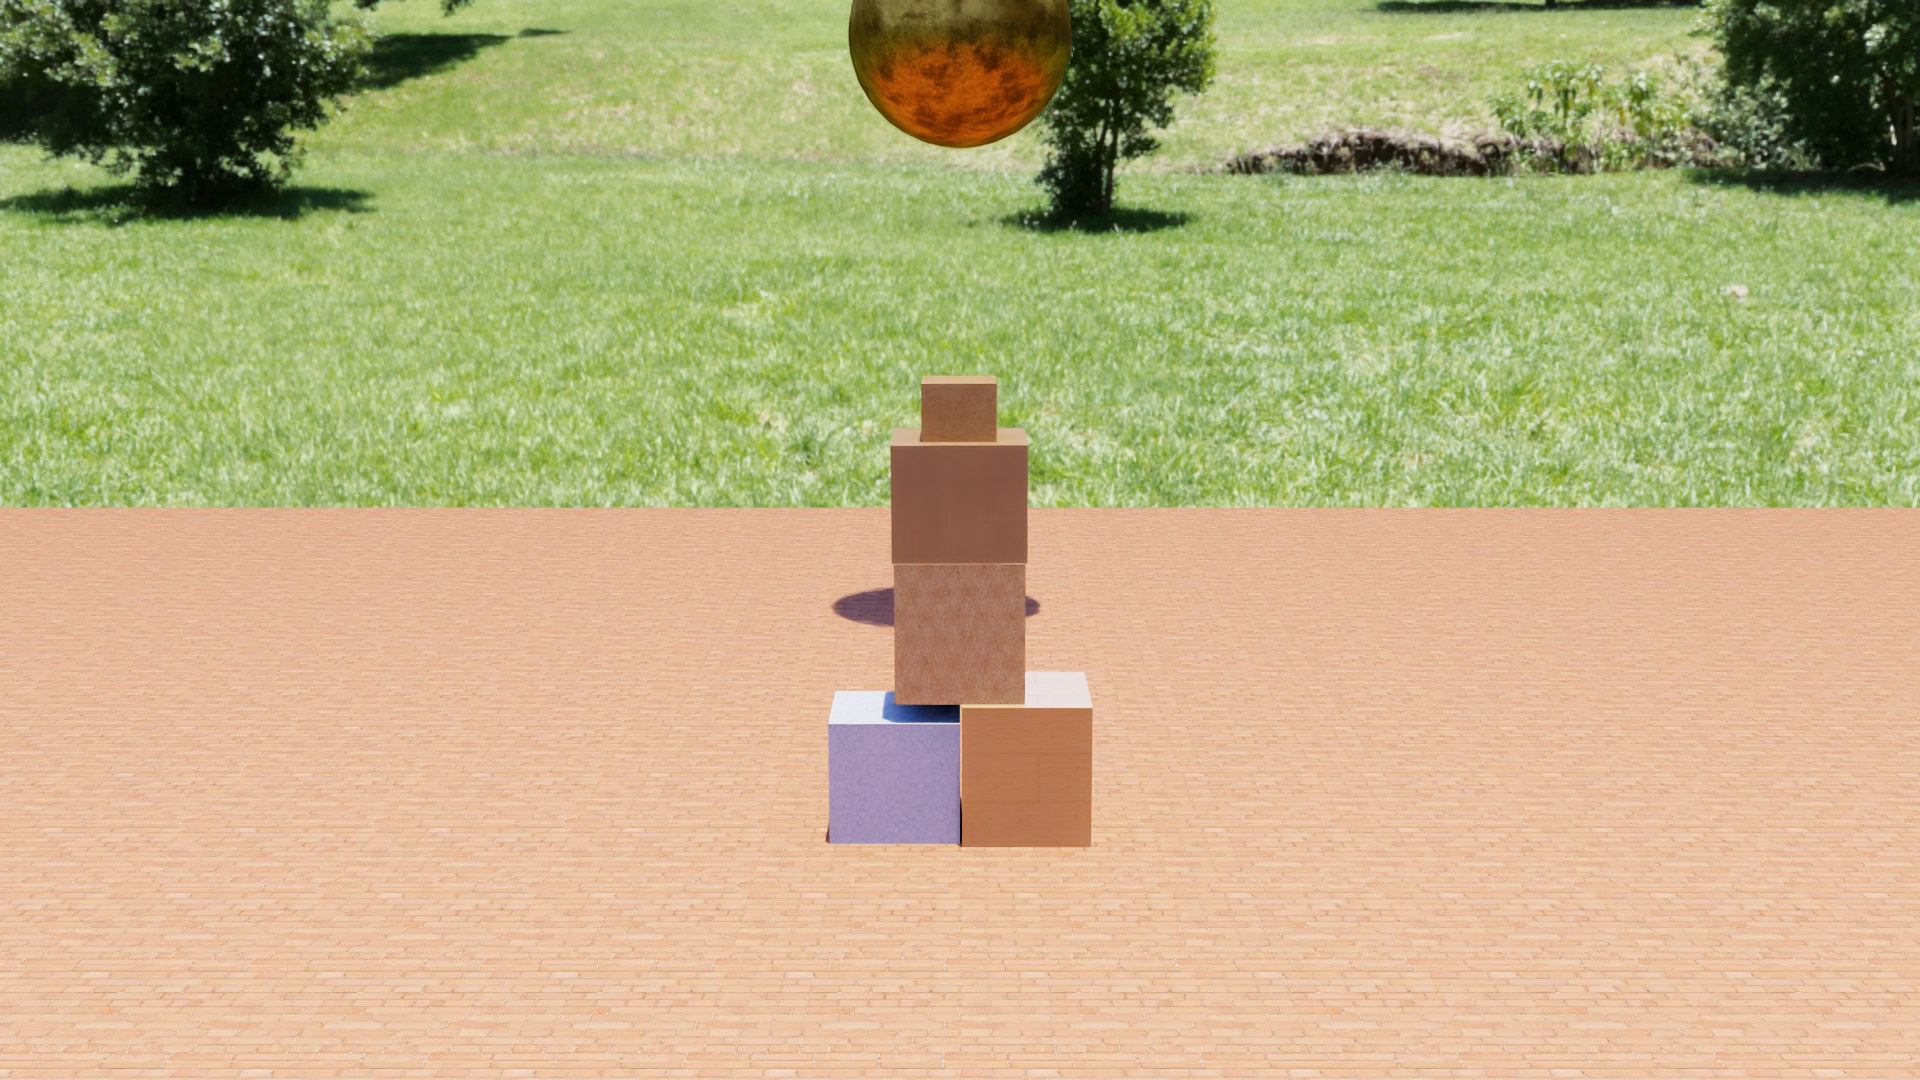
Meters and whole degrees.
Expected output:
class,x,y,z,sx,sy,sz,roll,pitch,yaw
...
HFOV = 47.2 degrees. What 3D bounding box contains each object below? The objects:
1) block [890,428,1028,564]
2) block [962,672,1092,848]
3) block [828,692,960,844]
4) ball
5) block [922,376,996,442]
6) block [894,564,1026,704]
class,x,y,z,sx,sy,sz,roll,pitch,yaw
block,-0.003,-0.231,11.147,0.674,0.591,0.653,0,10,0
block,0.335,1.123,11.368,0.649,0.722,0.753,0,10,0
block,-0.330,1.169,11.389,0.660,0.625,0.668,0,10,0
ball,0.000,-3.608,15.713,1.600,1.600,1.600,0,10,0
block,-0.005,-0.661,11.048,0.372,0.291,0.375,0,10,0
block,-0.001,0.410,11.271,0.652,0.716,0.687,0,10,0
